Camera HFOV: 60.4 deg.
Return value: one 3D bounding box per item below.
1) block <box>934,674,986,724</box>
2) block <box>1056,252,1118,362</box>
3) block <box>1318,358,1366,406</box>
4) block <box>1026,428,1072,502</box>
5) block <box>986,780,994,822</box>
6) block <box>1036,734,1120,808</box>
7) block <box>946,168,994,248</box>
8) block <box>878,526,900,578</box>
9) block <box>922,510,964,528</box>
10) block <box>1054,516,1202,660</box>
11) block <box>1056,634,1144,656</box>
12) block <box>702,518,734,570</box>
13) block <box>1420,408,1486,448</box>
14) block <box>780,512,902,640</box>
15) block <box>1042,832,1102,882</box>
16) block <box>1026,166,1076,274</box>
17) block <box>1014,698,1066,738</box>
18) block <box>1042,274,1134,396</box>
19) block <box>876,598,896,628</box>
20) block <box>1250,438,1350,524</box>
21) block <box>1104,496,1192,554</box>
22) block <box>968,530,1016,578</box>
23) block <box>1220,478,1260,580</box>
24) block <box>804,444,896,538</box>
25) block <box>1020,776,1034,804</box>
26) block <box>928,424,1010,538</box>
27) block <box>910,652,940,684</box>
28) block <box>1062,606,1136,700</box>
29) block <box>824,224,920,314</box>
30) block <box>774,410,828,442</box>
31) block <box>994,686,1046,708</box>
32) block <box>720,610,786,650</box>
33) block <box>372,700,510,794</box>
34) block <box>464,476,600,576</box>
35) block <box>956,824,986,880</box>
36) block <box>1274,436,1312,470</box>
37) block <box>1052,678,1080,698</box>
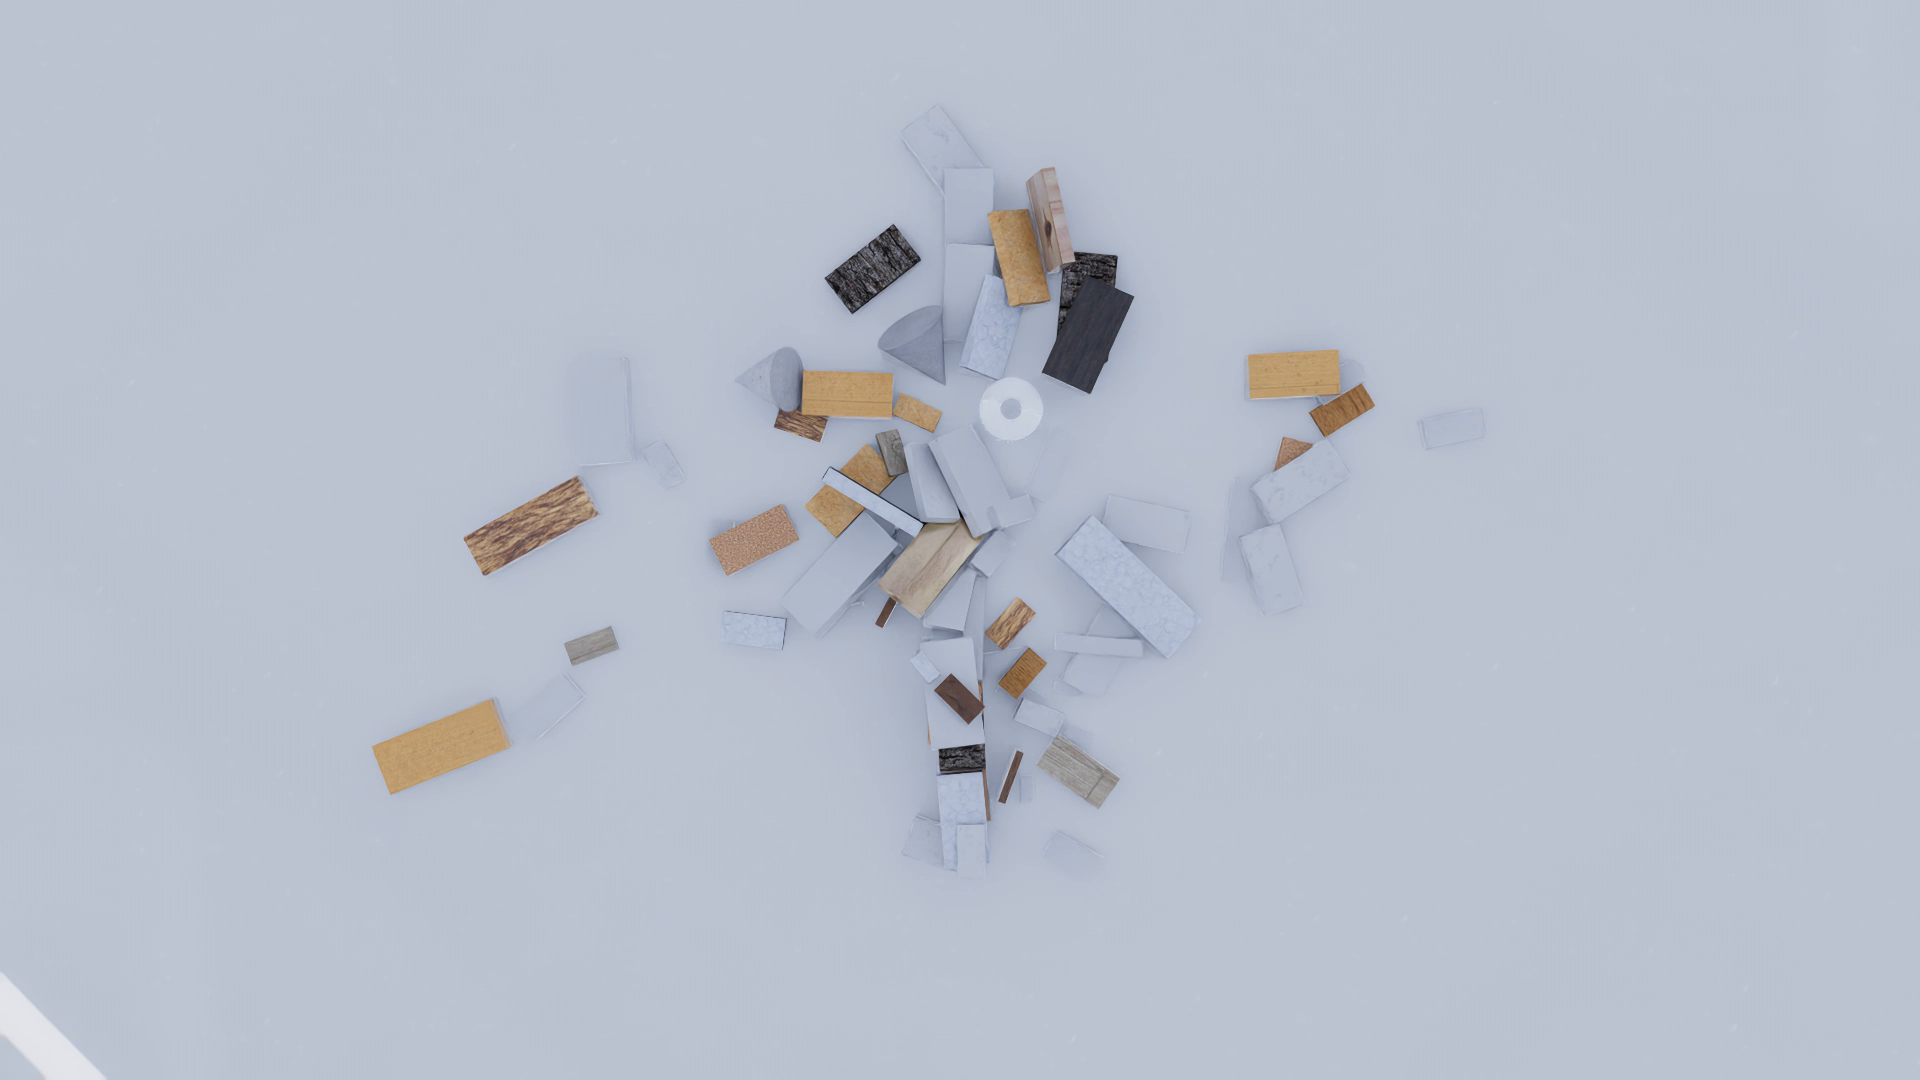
[{"bbox_3d":[0.000,0.508,5.276,0.155,0.022,0.077,44,82,7],"label":"block"},{"bbox_3d":[0.419,-0.775,5.475,0.175,0.049,0.349,5,90,0],"label":"block"},{"bbox_3d":[1.255,-0.524,5.473,0.166,0.023,0.083,-31,69,1],"label":"block"},{"bbox_3d":[0.297,-0.249,5.489,0.080,0.023,0.230,22,90,0],"label":"block"},{"bbox_3d":[0.030,0.819,5.482,0.126,0.036,0.252,-11,90,0],"label":"block"},{"bbox_3d":[0.392,0.769,5.482,0.252,0.036,0.126,35,90,0],"label":"block"},{"bbox_3d":[0.031,-1.062,5.440,0.157,0.045,0.315,0,104,0],"label":"block"},{"bbox_3d":[-0.234,0.038,5.476,0.014,0.048,0.184,18,90,0],"label":"block"},{"bbox_3d":[-0.071,-0.059,5.489,0.160,0.023,0.080,-29,90,0],"label":"block"},{"bbox_3d":[0.554,0.156,5.435,0.506,0.050,0.176,43,80,-6],"label":"block"},{"bbox_3d":[0.460,0.349,5.447,0.286,0.015,0.054,4,87,-1],"label":"block"},{"bbox_3d":[-0.803,0.015,5.488,0.081,0.023,0.163,8,90,0],"label":"block"},{"bbox_3d":[1.641,-0.373,5.486,0.194,0.028,0.097,-12,90,0],"label":"block"},{"bbox_3d":[-0.392,0.116,5.441,0.409,0.049,0.175,-47,66,0],"label":"block"},{"bbox_3d":[0.376,1.053,5.487,0.178,0.025,0.089,29,90,0],"label":"block"},{"bbox_3d":[0.296,-1.047,5.418,0.045,0.158,0.315,-12,90,-18],"label":"block"},{"bbox_3d":[0.262,0.588,5.469,0.158,0.022,0.079,24,92,-14],"label":"block"},{"bbox_3d":[0.419,-0.673,5.426,0.176,0.050,0.352,24,90,0],"label":"block"},{"bbox_3d":[-0.217,0.191,5.448,0.029,0.103,0.206,28,90,0],"label":"block"},{"bbox_3d":[1.126,-0.194,5.452,0.292,0.041,0.146,-33,90,0],"label":"block"},{"bbox_3d":[0.618,-0.051,5.480,0.276,0.039,0.138,12,90,0],"label":"block"},{"bbox_3d":[0.108,0.044,5.444,0.079,0.022,0.158,41,66,-2],"label":"block"},{"bbox_3d":[0.931,-0.036,5.488,0.083,0.023,0.337,7,90,0],"label":"block"},{"bbox_3d":[-0.360,-0.164,5.479,0.148,0.042,0.295,45,90,0],"label":"block"},{"bbox_3d":[0.225,0.831,5.493,0.046,0.013,0.092,-2,90,0],"label":"block"},{"bbox_3d":[0.045,-0.197,5.428,0.172,0.049,0.345,-26,90,-38],"label":"block"},{"bbox_3d":[-0.112,0.410,5.298,0.048,0.014,0.096,-39,82,-7],"label":"block"},{"bbox_3d":[0.467,0.376,5.474,0.138,0.039,0.279,30,87,0],"label":"block"},{"bbox_3d":[-0.290,-0.900,5.479,0.292,0.041,0.146,-38,90,0],"label":"block"},{"bbox_3d":[-0.529,-0.388,5.488,0.163,0.023,0.081,19,90,0],"label":"block"},{"bbox_3d":[0.202,0.518,5.489,0.155,0.022,0.077,32,90,0],"label":"block"},{"bbox_3d":[-0.686,0.300,5.485,0.206,0.029,0.103,7,90,0],"label":"block"},{"bbox_3d":[-1.721,0.686,5.476,0.417,0.049,0.172,-22,90,0],"label":"block"},{"bbox_3d":[-1.423,-0.046,5.479,0.428,0.042,0.148,-29,89,0],"label":"block"},{"bbox_3d":[0.037,1.014,5.367,0.089,0.025,0.178,-1,90,0],"label":"block"},{"bbox_3d":[1.098,-0.237,5.486,0.097,0.028,0.194,15,90,0],"label":"block"},{"bbox_3d":[0.357,0.492,5.493,0.092,0.013,0.046,18,90,0],"label":"block"}]
